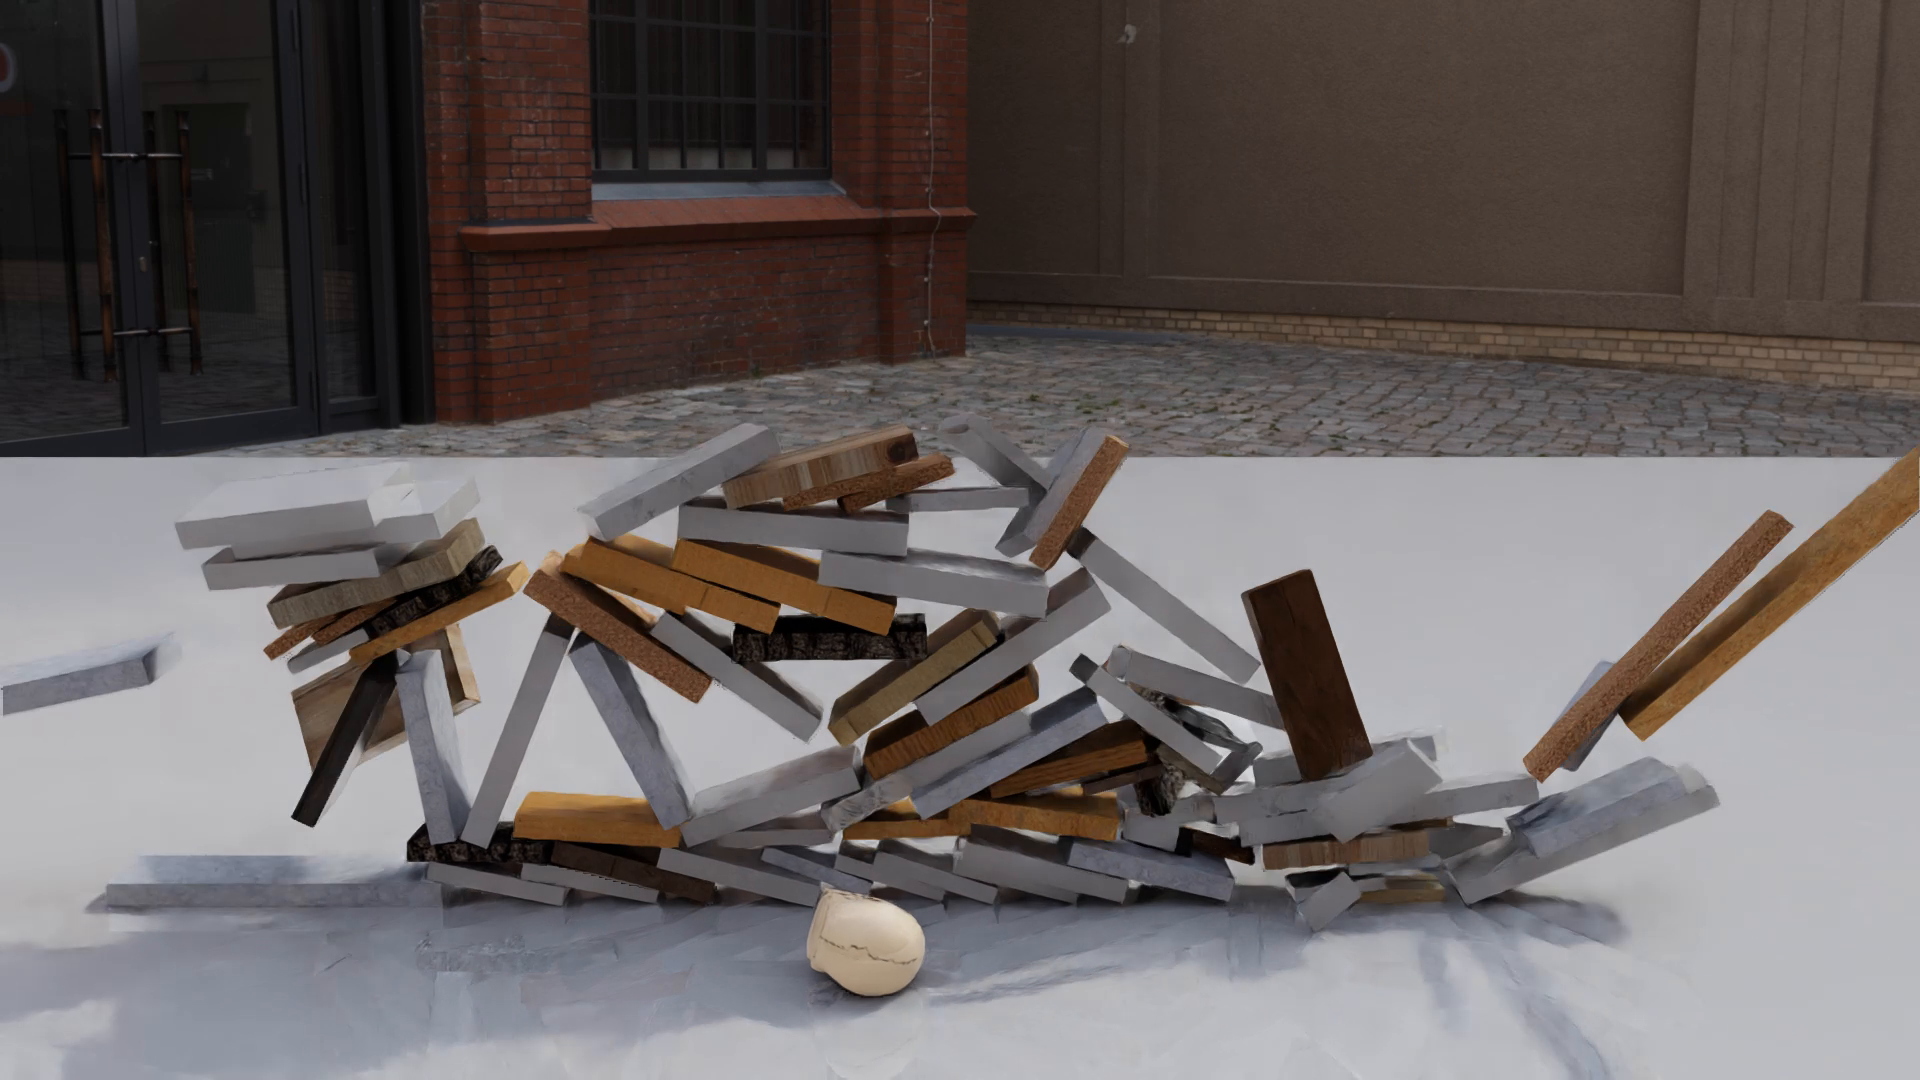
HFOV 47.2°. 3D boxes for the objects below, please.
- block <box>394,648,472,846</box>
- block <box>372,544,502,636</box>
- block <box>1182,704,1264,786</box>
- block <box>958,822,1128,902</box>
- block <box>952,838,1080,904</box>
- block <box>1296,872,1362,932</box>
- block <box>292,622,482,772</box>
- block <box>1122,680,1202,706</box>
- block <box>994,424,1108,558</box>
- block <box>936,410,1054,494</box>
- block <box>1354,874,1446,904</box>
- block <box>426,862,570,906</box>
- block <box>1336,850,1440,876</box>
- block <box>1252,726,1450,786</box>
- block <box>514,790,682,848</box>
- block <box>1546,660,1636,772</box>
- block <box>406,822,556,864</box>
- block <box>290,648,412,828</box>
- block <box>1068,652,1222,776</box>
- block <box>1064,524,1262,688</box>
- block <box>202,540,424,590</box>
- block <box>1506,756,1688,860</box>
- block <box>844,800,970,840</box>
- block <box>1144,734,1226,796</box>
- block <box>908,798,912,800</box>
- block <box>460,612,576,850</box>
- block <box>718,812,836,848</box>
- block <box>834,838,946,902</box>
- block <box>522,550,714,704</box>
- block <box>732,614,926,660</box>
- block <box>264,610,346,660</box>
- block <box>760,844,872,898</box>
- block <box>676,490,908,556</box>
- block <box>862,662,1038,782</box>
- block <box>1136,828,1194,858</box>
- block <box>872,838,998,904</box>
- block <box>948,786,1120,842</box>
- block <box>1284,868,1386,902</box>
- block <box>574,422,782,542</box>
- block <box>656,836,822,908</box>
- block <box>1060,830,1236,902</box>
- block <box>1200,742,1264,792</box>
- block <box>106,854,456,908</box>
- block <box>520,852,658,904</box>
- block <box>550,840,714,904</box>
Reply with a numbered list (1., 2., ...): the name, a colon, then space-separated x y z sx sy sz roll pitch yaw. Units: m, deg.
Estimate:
1. block: -0.862 0.338 3.613 0.041 0.290 0.145 -9 11 1
2. block: -0.850 0.082 3.577 0.207 0.029 0.104 -28 14 11
3. block: 0.515 0.411 4.260 0.137 0.039 0.274 7 25 -14
4. block: 0.136 0.527 3.648 0.274 0.039 0.137 14 11 -4
5. block: 0.093 0.550 3.660 0.208 0.029 0.104 14 10 -4
6. block: 0.587 0.574 3.494 0.095 0.048 0.014 -37 15 -2
7. block: -0.999 0.273 3.822 0.330 0.165 0.047 -27 -20 15
8. block: 0.426 0.375 4.478 0.174 0.049 0.347 20 13 -5
9. block: 0.150 -0.080 3.621 0.033 0.233 0.117 38 -23 -11
10. block: 0.058 -0.138 3.568 0.184 0.026 0.092 38 -23 -22
11. block: 0.723 0.581 3.661 0.151 0.021 0.076 -1 11 -3
12. block: -0.761 0.553 3.656 0.225 0.032 0.112 12 10 -2
13. block: 0.703 0.530 3.613 0.151 0.021 0.076 -5 -3 -6
14. block: 0.657 0.363 3.695 0.304 0.043 0.152 -11 -2 20
15. block: -0.590 0.461 3.632 0.267 0.038 0.134 4 11 -2
16. block: 1.052 0.294 3.684 0.028 0.196 0.098 39 -5 -16
17. block: -0.788 0.499 3.638 0.225 0.032 0.113 0 12 3
18. block: -1.004 0.322 3.628 0.041 0.290 0.145 28 17 -5
19. block: 0.303 0.285 3.611 0.260 0.037 0.130 36 0 -12
20. block: 0.326 0.103 3.610 0.348 0.049 0.174 37 3 -12
21. block: -1.042 0.018 3.556 0.320 0.045 0.160 -5 22 18
22. block: 1.048 0.439 3.627 0.265 0.038 0.133 -24 8 0
23. block: -0.086 0.462 3.647 0.208 0.029 0.104 -2 12 1
24. block: 0.369 0.371 3.630 0.140 0.020 0.070 35 -3 -15
25. block: -0.009 0.448 4.039 0.207 0.029 0.104 -41 28 -19
26. block: -0.718 0.304 3.599 0.046 0.376 0.164 22 10 -8
27. block: -0.301 0.479 3.644 0.187 0.027 0.094 -2 10 2
28. block: -0.115 0.548 3.665 0.187 0.027 0.094 18 10 -3
29. block: -0.545 0.139 3.560 0.328 0.046 0.164 34 7 -8
30. block: -0.209 0.157 3.567 0.307 0.043 0.153 0 9 -2
31. block: -1.070 0.139 3.637 0.163 0.023 0.081 -30 12 24
32. block: -0.237 0.537 3.661 0.187 0.027 0.094 20 9 -5
33. block: -0.263 -0.028 3.517 0.358 0.051 0.179 5 9 -2
34. block: -0.013 0.289 3.605 0.299 0.042 0.149 -27 10 8
35. block: 0.341 0.495 3.657 0.092 0.013 0.046 14 52 -2
36. block: -0.039 0.545 3.656 0.208 0.029 0.104 18 10 -1
37. block: 0.121 0.439 3.633 0.275 0.039 0.137 8 12 0
38. block: 0.620 0.566 3.637 0.151 0.021 0.076 -7 9 -3
39. block: -0.443 -0.093 3.447 0.307 0.043 0.153 -29 15 -16
40. block: -0.362 0.538 3.653 0.267 0.038 0.134 15 10 -4
41. block: 0.309 0.529 3.651 0.274 0.039 0.137 13 10 -6
42. block: 0.458 0.383 3.704 0.112 0.016 0.056 -43 15 -31
43. block: -1.123 0.569 3.671 0.547 0.041 0.145 0 11 0
44. block: -0.610 0.550 3.664 0.225 0.032 0.112 12 10 -5
45. block: -0.536 0.529 3.655 0.267 0.038 0.134 16 10 -4
